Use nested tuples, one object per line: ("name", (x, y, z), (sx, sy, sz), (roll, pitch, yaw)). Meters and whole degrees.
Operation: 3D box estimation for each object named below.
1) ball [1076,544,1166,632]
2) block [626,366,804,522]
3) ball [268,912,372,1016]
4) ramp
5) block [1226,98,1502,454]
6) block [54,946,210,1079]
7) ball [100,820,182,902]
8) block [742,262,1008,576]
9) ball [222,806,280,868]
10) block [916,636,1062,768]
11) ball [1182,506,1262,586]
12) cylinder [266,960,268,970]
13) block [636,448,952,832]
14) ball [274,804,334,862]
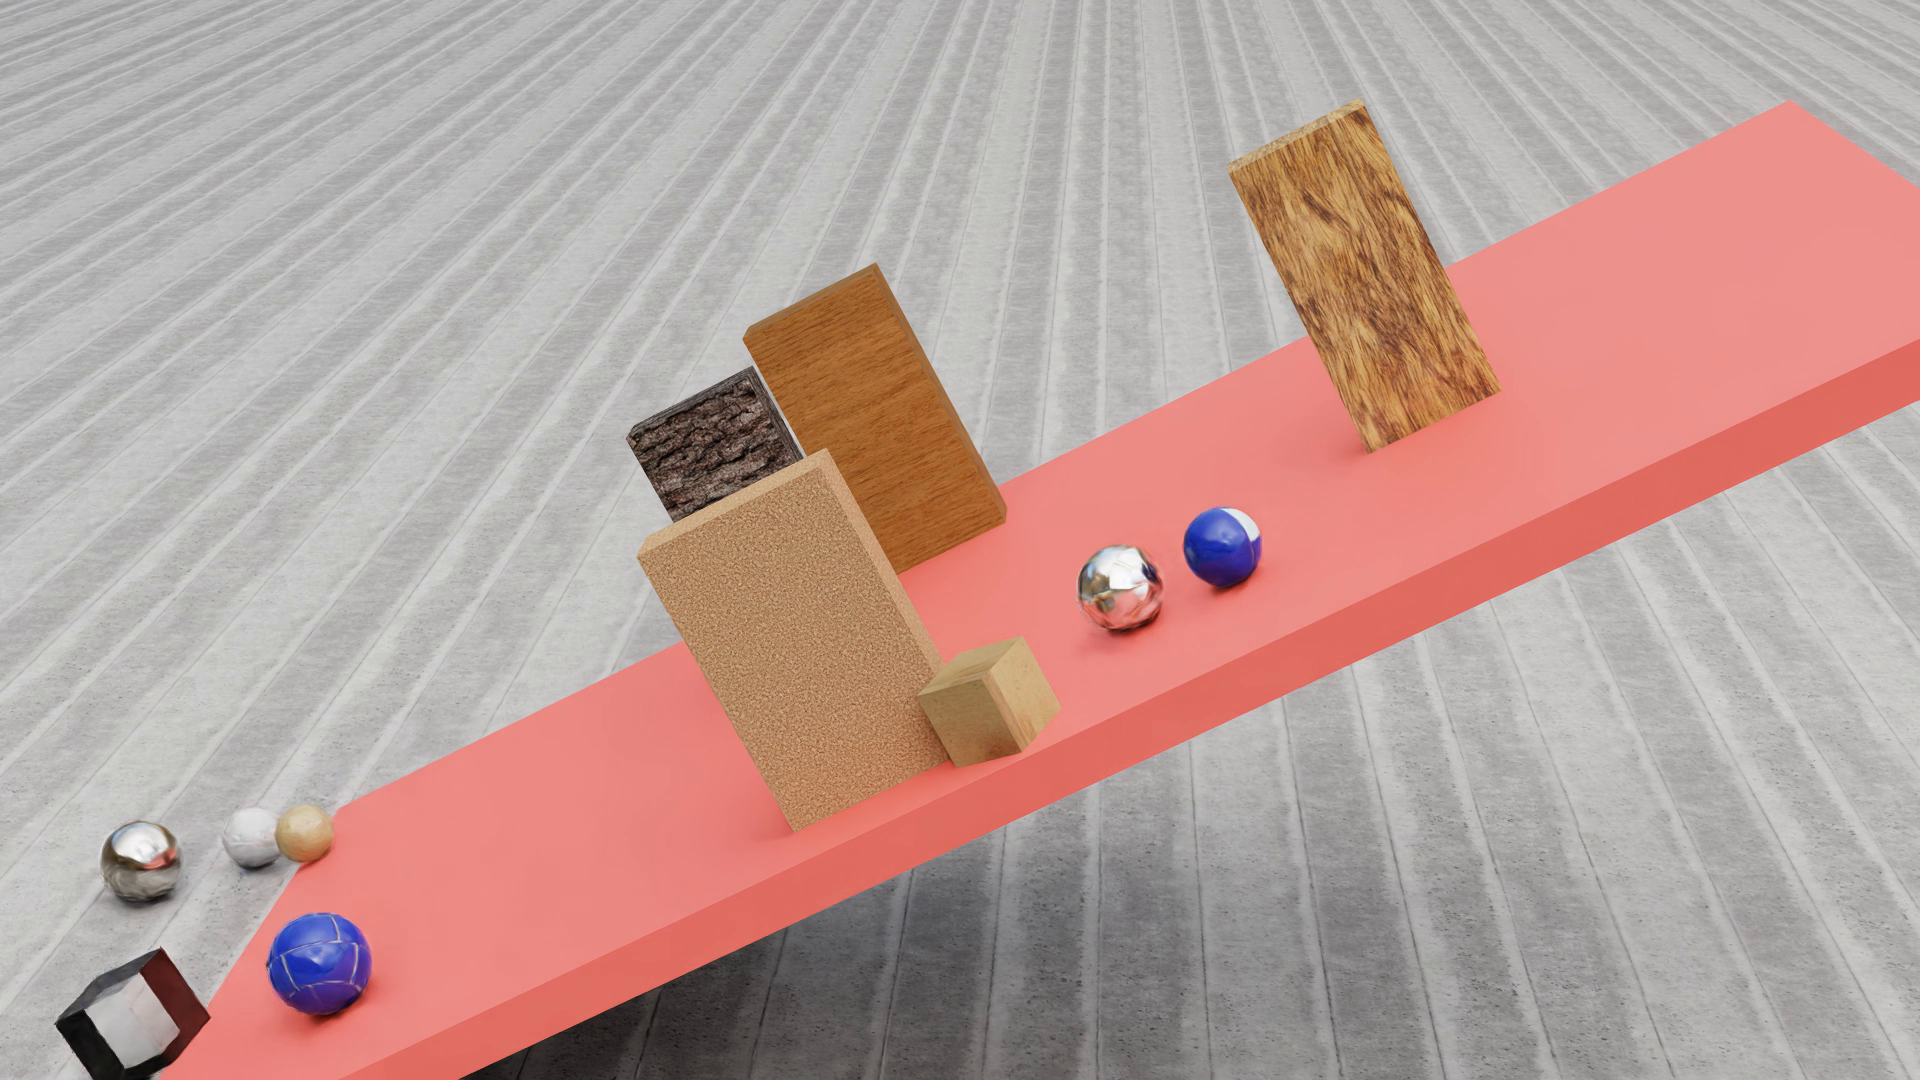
("ball", (0.309, 0.092, 5.655), (0.169, 0.169, 0.169), (0, 17, 0))
("block", (-0.444, -0.026, 6.539), (0.304, 0.649, 0.116), (-26, 14, 10))
("ball", (-1.294, 0.857, 5.951), (0.208, 0.208, 0.208), (0, 17, 0))
("ramp", (0.140, 0.167, 6.281), (4.000, 0.100, 2.000), (-26, 14, 10))
("block", (0.812, -0.527, 5.905), (0.296, 0.643, 0.110), (-26, 14, 10))
("block", (-1.772, 1.029, 6.303), (0.191, 0.191, 0.191), (-26, 14, 21))
("ball", (-2.013, 0.789, 7.231), (0.197, 0.197, 0.197), (0, 17, 0))
("block", (-0.195, -0.271, 6.898), (0.340, 0.666, 0.128), (-26, 14, 10))
("ball", (-1.783, 0.749, 7.421), (0.155, 0.155, 0.155), (0, 17, 0))
("block", (0.055, 0.299, 5.428), (0.159, 0.159, 0.159), (-17, 18, 39))
("ball", (0.500, 0.012, 5.606), (0.152, 0.152, 0.152), (0, 17, 0))
("cylinder", (-1.351, 0.890, 6.105), (0.128, 0.128, 0.128), (-35, 32, -24))
("block", (-0.281, 0.191, 5.517), (0.386, 0.612, 0.129), (-26, 14, 10))
("ball", (-1.601, 0.717, 7.187), (0.143, 0.143, 0.143), (0, 17, 0))
